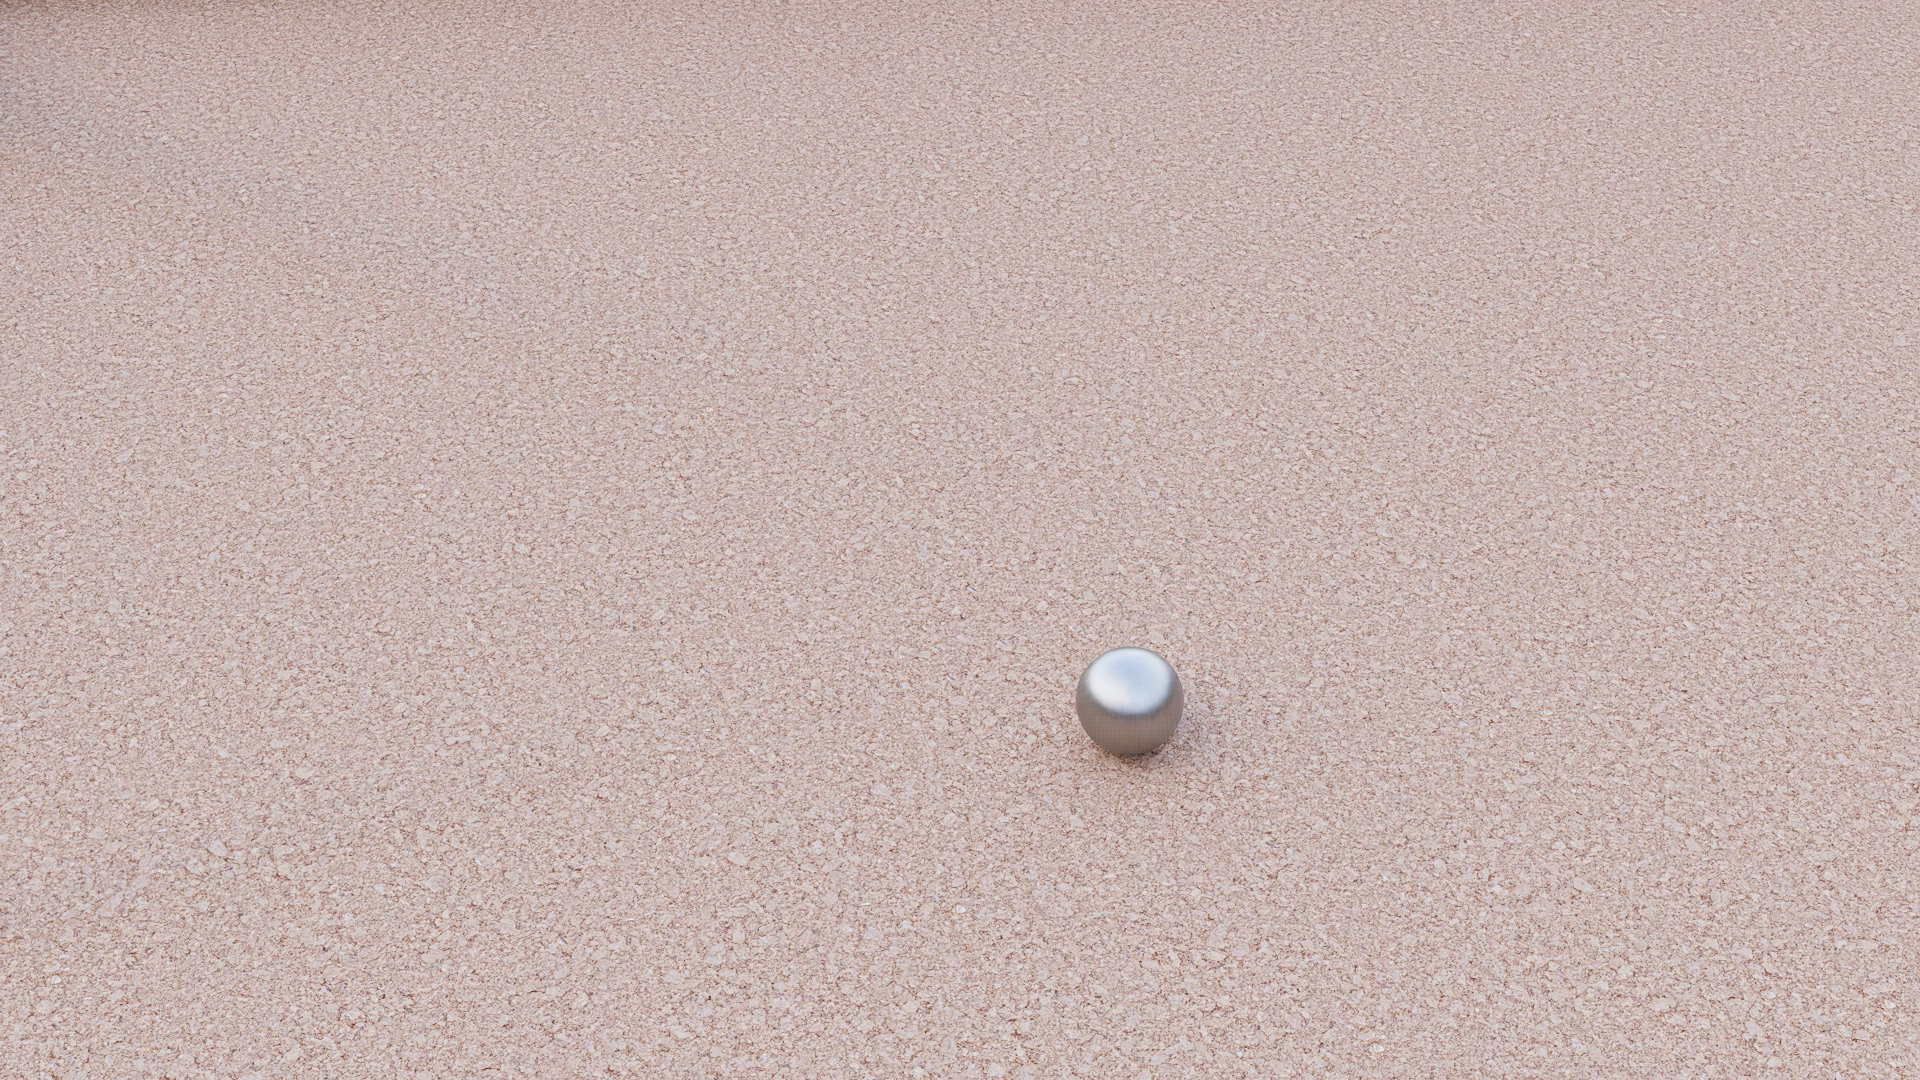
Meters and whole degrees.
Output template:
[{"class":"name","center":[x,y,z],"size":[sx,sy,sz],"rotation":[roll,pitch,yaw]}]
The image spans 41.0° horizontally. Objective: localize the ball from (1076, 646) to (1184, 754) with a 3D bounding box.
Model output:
[{"class":"ball","center":[0.095,0.090,1.441],"size":[0.061,0.061,0.061],"rotation":[0,36,0]}]
